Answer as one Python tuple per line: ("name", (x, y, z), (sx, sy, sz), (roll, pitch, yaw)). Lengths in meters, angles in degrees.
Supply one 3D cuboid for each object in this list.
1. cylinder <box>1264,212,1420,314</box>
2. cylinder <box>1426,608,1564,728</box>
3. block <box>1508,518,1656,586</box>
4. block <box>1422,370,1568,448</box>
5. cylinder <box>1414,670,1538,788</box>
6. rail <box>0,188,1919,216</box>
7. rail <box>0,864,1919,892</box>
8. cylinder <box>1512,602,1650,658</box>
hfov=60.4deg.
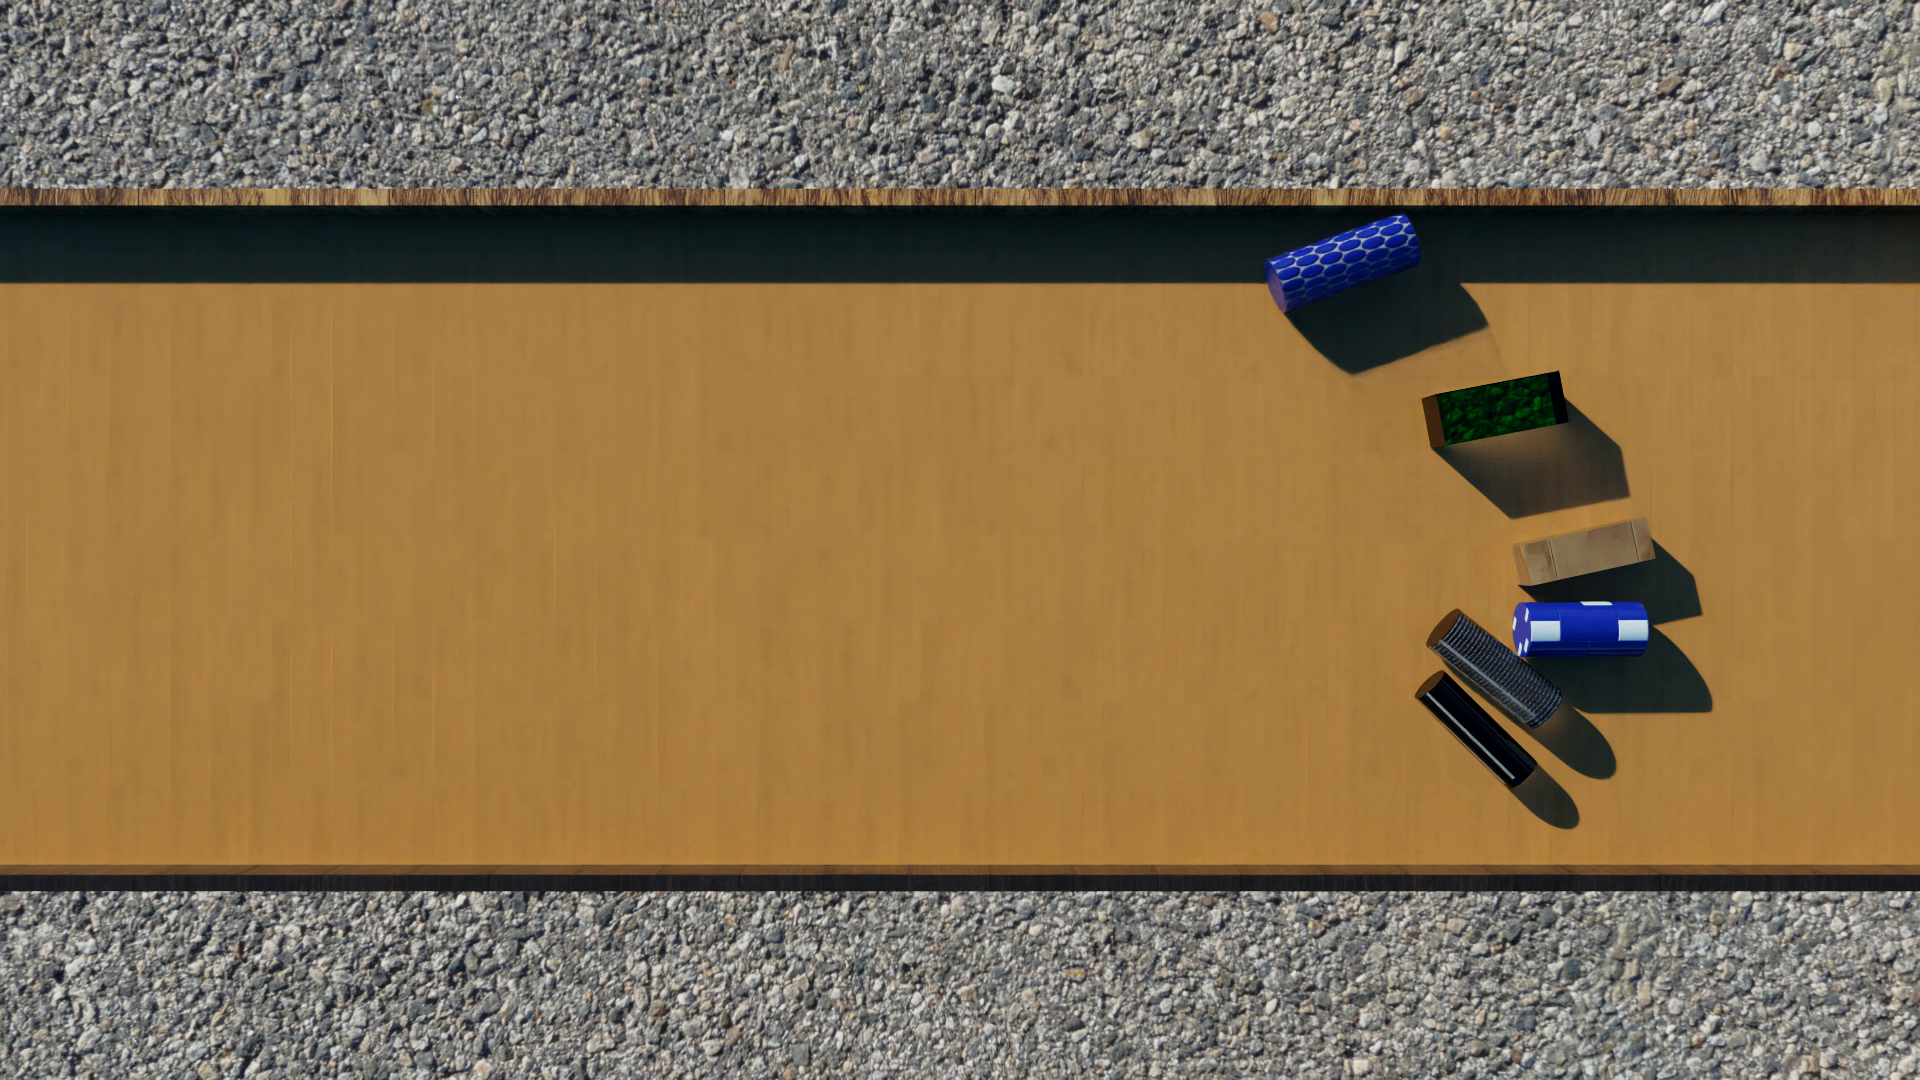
("cylinder", (1.155, -0.838, 4.992), (0.428, 0.168, 0.168), (-20, 90, 0))
("cylinder", (1.620, 0.390, 5.002), (0.398, 0.150, 0.150), (38, 90, 0))
("block", (1.888, 0.035, 5.014), (0.382, 0.125, 0.125), (-12, 90, 0))
("block", (1.618, -0.393, 4.998), (0.374, 0.156, 0.156), (-11, 90, 0))
("cylinder", (1.568, 0.575, 5.016), (0.392, 0.121, 0.121), (44, 90, 0))
("rail", (-2.247, -1.025, 5.002), (12.000, 0.150, 0.050), (0, 90, 0))
("rail", (-2.247, 1.025, 5.001), (12.000, 0.150, 0.050), (0, 90, 0))
("cylinder", (1.876, 0.271, 4.991), (0.351, 0.168, 0.168), (-1, 90, 0))
